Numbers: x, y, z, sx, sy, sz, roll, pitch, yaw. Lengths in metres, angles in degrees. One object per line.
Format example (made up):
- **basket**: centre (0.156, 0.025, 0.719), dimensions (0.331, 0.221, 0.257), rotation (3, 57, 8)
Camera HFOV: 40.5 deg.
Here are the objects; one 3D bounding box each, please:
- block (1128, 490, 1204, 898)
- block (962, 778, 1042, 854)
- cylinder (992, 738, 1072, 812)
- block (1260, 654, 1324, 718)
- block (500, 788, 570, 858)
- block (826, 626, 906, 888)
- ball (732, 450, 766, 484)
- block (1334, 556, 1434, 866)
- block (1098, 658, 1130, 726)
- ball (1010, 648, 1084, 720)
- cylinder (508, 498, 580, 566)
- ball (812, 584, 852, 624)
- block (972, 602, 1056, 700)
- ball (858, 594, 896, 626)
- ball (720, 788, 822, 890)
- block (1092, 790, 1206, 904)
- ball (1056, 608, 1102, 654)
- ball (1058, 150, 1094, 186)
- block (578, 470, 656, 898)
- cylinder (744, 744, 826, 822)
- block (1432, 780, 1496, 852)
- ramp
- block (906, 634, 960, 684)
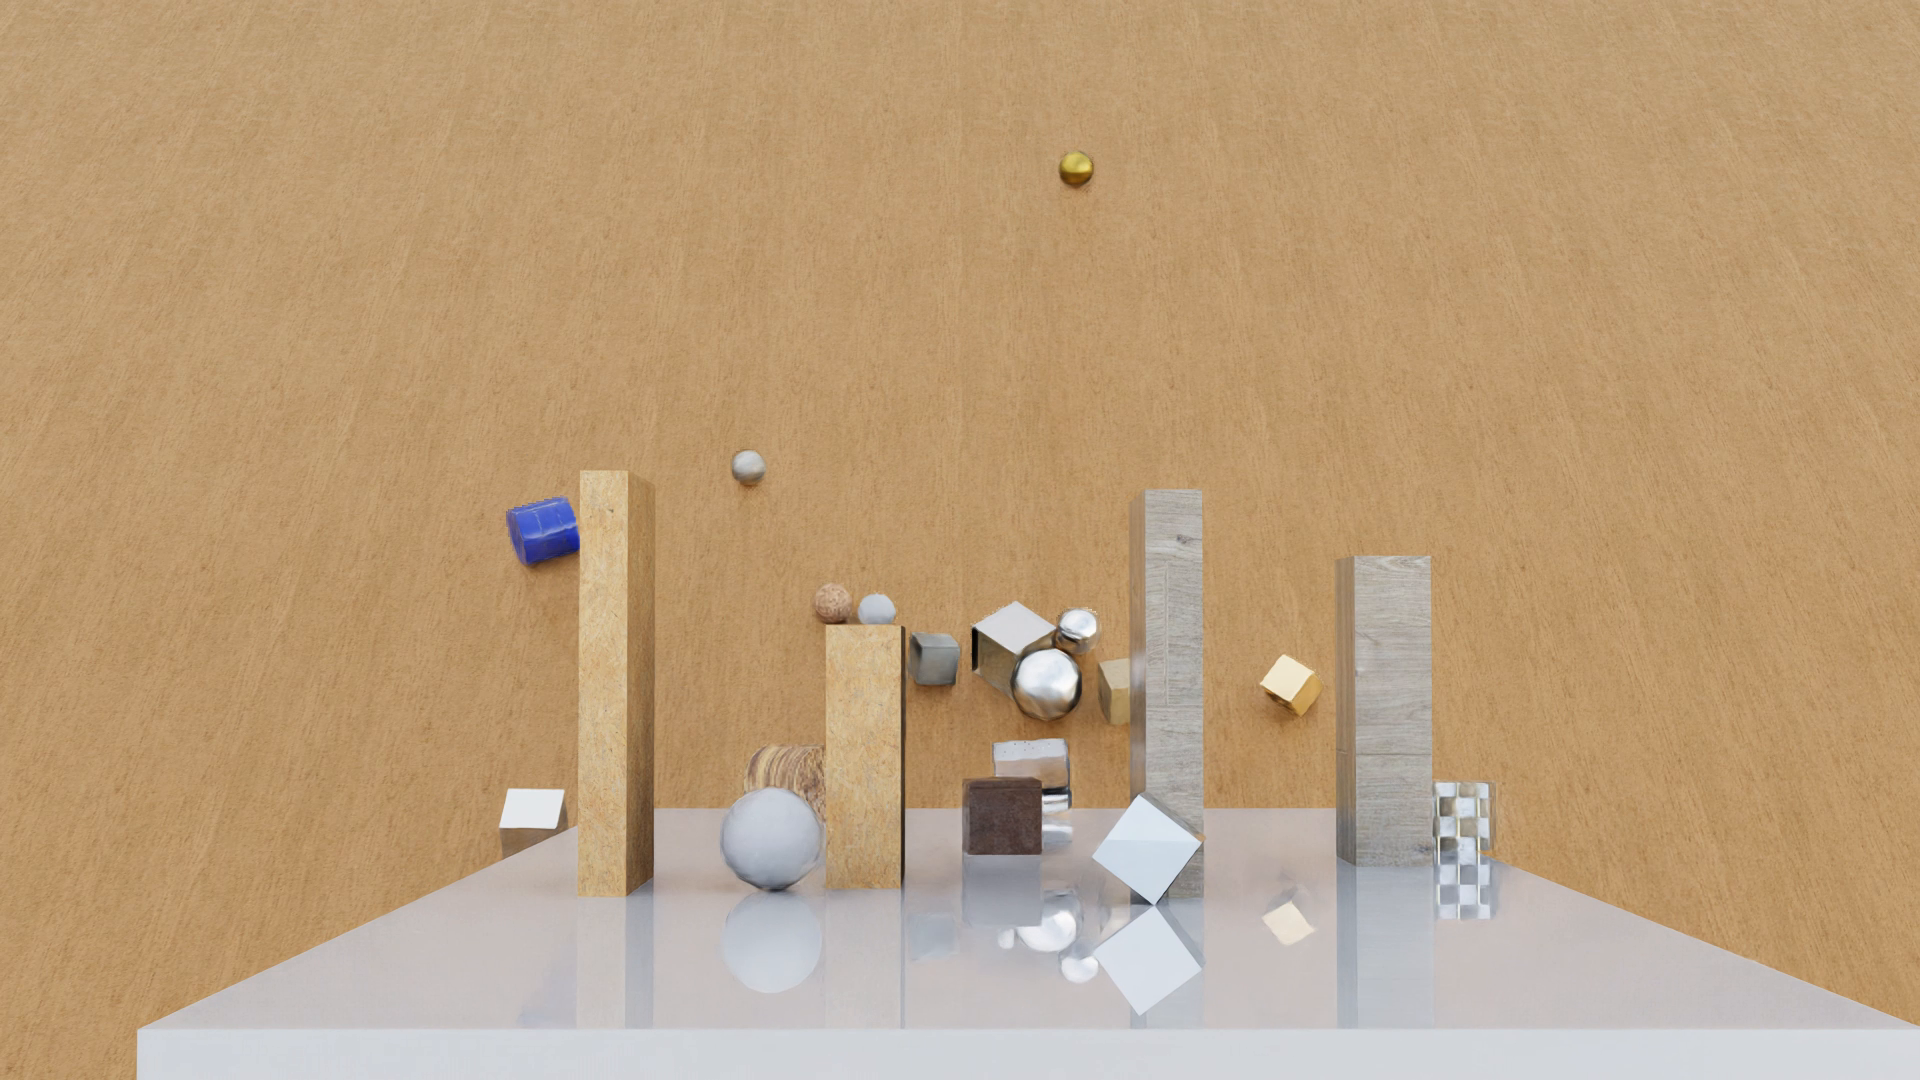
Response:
- **block**: centre (0.367, 0.271, 4.667), dimensions (0.098, 0.698, 0.431), rotation (0, -2, 0)
- **block**: centre (0.087, 0.577, 5.447), dimensions (0.151, 0.151, 0.151), rotation (0, -2, -6)
- **cylinder**: centre (0.181, 0.600, 6.593), dimensions (0.185, 0.185, 0.185), rotation (-3, 37, -2)
- **block**: centre (0.932, 0.409, 7.307), dimensions (0.109, 0.109, 0.109), rotation (32, 79, 35)
- **block**: centre (-1.119, 0.762, 6.844), dimensions (0.148, 0.148, 0.148), rotation (1, 37, 1)
- **block**: centre (-0.172, 0.393, 4.804), dimensions (0.133, 0.466, 0.387), rotation (0, -2, 0)
- **ball**: centre (-0.669, -0.229, 8.216), dimensions (0.108, 0.108, 0.108), rotation (0, 37, 0)
- **block**: centre (0.847, 0.339, 5.212), dimensions (0.149, 0.606, 0.270), rotation (0, -2, 0)
- **block**: centre (0.467, 0.424, 7.314), dimensions (0.128, 0.128, 0.128), rotation (-8, 36, -11)
- **ball**: centre (0.243, 0.403, 7.282), dimensions (0.203, 0.203, 0.203), rotation (0, 37, 0)
- **cylinder**: centre (-1.262, -0.027, 7.887), dimensions (0.170, 0.170, 0.170), rotation (-15, 39, -20)
- **ball**: centre (-0.376, 0.186, 7.647), dimensions (0.117, 0.117, 0.117), rotation (0, 37, 0)
- **block**: centre (0.156, 0.314, 7.431), dimensions (0.169, 0.169, 0.169), rotation (-29, 45, -33)
- **ball**: centre (-0.245, 0.212, 7.618), dimensions (0.111, 0.111, 0.111), rotation (0, 37, 0)
- **ball**: centre (-0.333, 0.527, 4.592), dimensions (0.180, 0.180, 0.180), rotation (0, 37, 0)
- **block**: centre (0.320, 0.517, 4.375), dimensions (0.130, 0.130, 0.130), rotation (37, 4, 9)
- **ball**: centre (0.343, 0.264, 7.527), dimensions (0.134, 0.134, 0.134), rotation (0, 37, 0)
- **ball**: centre (0.437, -1.395, 9.769), dimensions (0.135, 0.135, 0.135), rotation (0, 37, 0)
- **block**: centre (-0.613, 0.254, 4.670), dimensions (0.083, 0.731, 0.407), rotation (0, -2, 0)
- **cylinder**: centre (-0.402, 0.599, 6.418), dimensions (0.186, 0.186, 0.186), rotation (-2, 28, 42)
- **block**: centre (1.061, 0.585, 5.534), dimensions (0.142, 0.142, 0.142), rotation (-1, -2, 17)
- **ramp**: centre (0.080, 0.680, 4.903), dimensions (2.000, 0.100, 4.000), rotation (0, -2, 0)
- **block**: centre (-0.076, 0.339, 7.401), dimensions (0.112, 0.112, 0.112), rotation (3, 16, -18)
